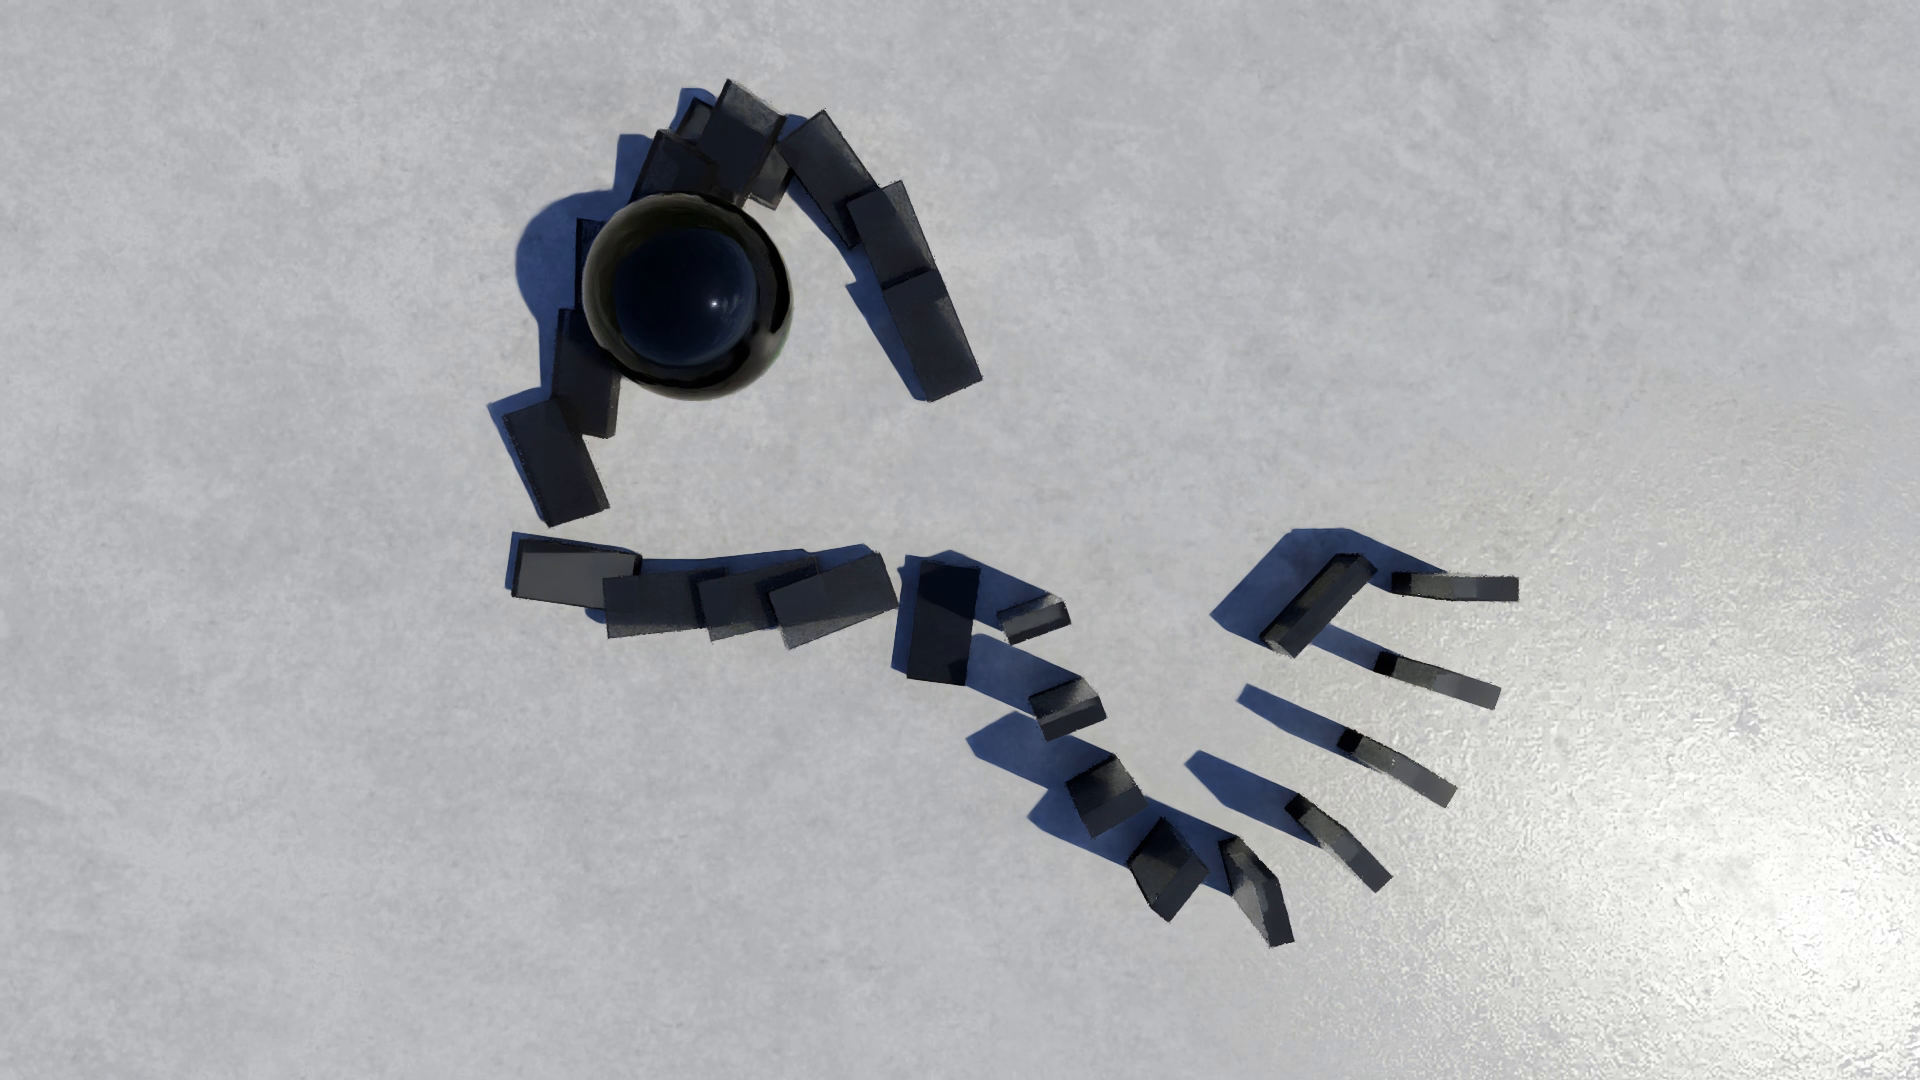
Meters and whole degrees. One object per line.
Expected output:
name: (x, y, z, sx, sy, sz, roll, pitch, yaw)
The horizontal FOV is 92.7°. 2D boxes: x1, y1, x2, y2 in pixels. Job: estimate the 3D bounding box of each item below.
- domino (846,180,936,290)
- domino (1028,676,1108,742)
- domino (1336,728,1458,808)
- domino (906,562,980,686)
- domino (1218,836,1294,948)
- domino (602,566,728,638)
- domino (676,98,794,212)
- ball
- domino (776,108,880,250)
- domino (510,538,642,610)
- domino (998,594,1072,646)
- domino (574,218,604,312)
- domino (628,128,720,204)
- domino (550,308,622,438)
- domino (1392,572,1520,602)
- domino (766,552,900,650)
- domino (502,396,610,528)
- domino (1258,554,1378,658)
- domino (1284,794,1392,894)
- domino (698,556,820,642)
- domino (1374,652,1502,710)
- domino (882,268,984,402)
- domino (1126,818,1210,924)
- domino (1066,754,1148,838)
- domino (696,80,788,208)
domino: (-0.026, -0.123, 0.389, 0.025, 0.010, 0.050, -23, 105, 0)
domino: (0.043, 0.068, 0.375, 0.025, 0.050, 0.009, -21, 90, 0)
domino: (0.177, 0.092, 0.375, 0.025, 0.050, 0.009, 31, 90, 0)
domino: (-0.007, 0.036, 0.395, 0.025, 0.010, 0.050, 8, 90, 0)
domino: (0.120, 0.143, 0.375, 0.009, 0.050, 0.025, -15, 90, 0)
domino: (-0.124, 0.026, 0.389, 0.050, 0.009, 0.025, -5, 90, -14)
domino: (-0.097, -0.166, 0.395, 0.050, 0.009, 0.025, 28, 90, 0)
ball: (-0.106, -0.095, 0.360, 0.080, 0.080, 0.080, 0, 90, 0)
domino: (-0.052, -0.153, 0.390, 0.025, 0.010, 0.050, -37, 103, 0)
domino: (-0.165, 0.015, 0.395, 0.050, 0.009, 0.025, 8, 90, 0)
domino: (0.029, 0.032, 0.375, 0.025, 0.050, 0.010, -20, 90, 0)
domino: (-0.149, -0.108, 0.389, 0.025, 0.010, 0.050, 8, 106, 1)
domino: (-0.123, -0.142, 0.384, 0.025, 0.009, 0.050, 36, 117, 0)
domino: (-0.158, -0.071, 0.389, 0.025, 0.009, 0.050, 12, 105, 0)
domino: (0.201, 0.019, 0.375, 0.025, 0.050, 0.010, 0, 90, 0)
domino: (-0.053, 0.025, 0.387, 0.050, 0.010, 0.025, -21, 92, -19)
domino: (-0.171, -0.033, 0.389, 0.025, 0.010, 0.050, -17, 102, 7)
domino: (0.151, 0.027, 0.388, 0.009, 0.025, 0.050, 44, 90, 0)
domino: (0.153, 0.123, 0.375, 0.009, 0.050, 0.025, -44, 90, 0)
domino: (-0.083, 0.025, 0.389, 0.050, 0.009, 0.025, -13, 90, -14)
domino: (0.194, 0.057, 0.375, 0.025, 0.050, 0.009, 18, 90, 0)
domino: (-0.012, -0.087, 0.389, 0.025, 0.010, 0.050, -23, 104, 0)
domino: (0.084, 0.134, 0.375, 0.009, 0.050, 0.025, 38, 90, 0)
domino: (0.059, 0.104, 0.375, 0.025, 0.050, 0.010, -30, 90, 0)
domino: (-0.095, -0.161, 0.382, 0.025, 0.010, 0.050, 34, 113, -3)
